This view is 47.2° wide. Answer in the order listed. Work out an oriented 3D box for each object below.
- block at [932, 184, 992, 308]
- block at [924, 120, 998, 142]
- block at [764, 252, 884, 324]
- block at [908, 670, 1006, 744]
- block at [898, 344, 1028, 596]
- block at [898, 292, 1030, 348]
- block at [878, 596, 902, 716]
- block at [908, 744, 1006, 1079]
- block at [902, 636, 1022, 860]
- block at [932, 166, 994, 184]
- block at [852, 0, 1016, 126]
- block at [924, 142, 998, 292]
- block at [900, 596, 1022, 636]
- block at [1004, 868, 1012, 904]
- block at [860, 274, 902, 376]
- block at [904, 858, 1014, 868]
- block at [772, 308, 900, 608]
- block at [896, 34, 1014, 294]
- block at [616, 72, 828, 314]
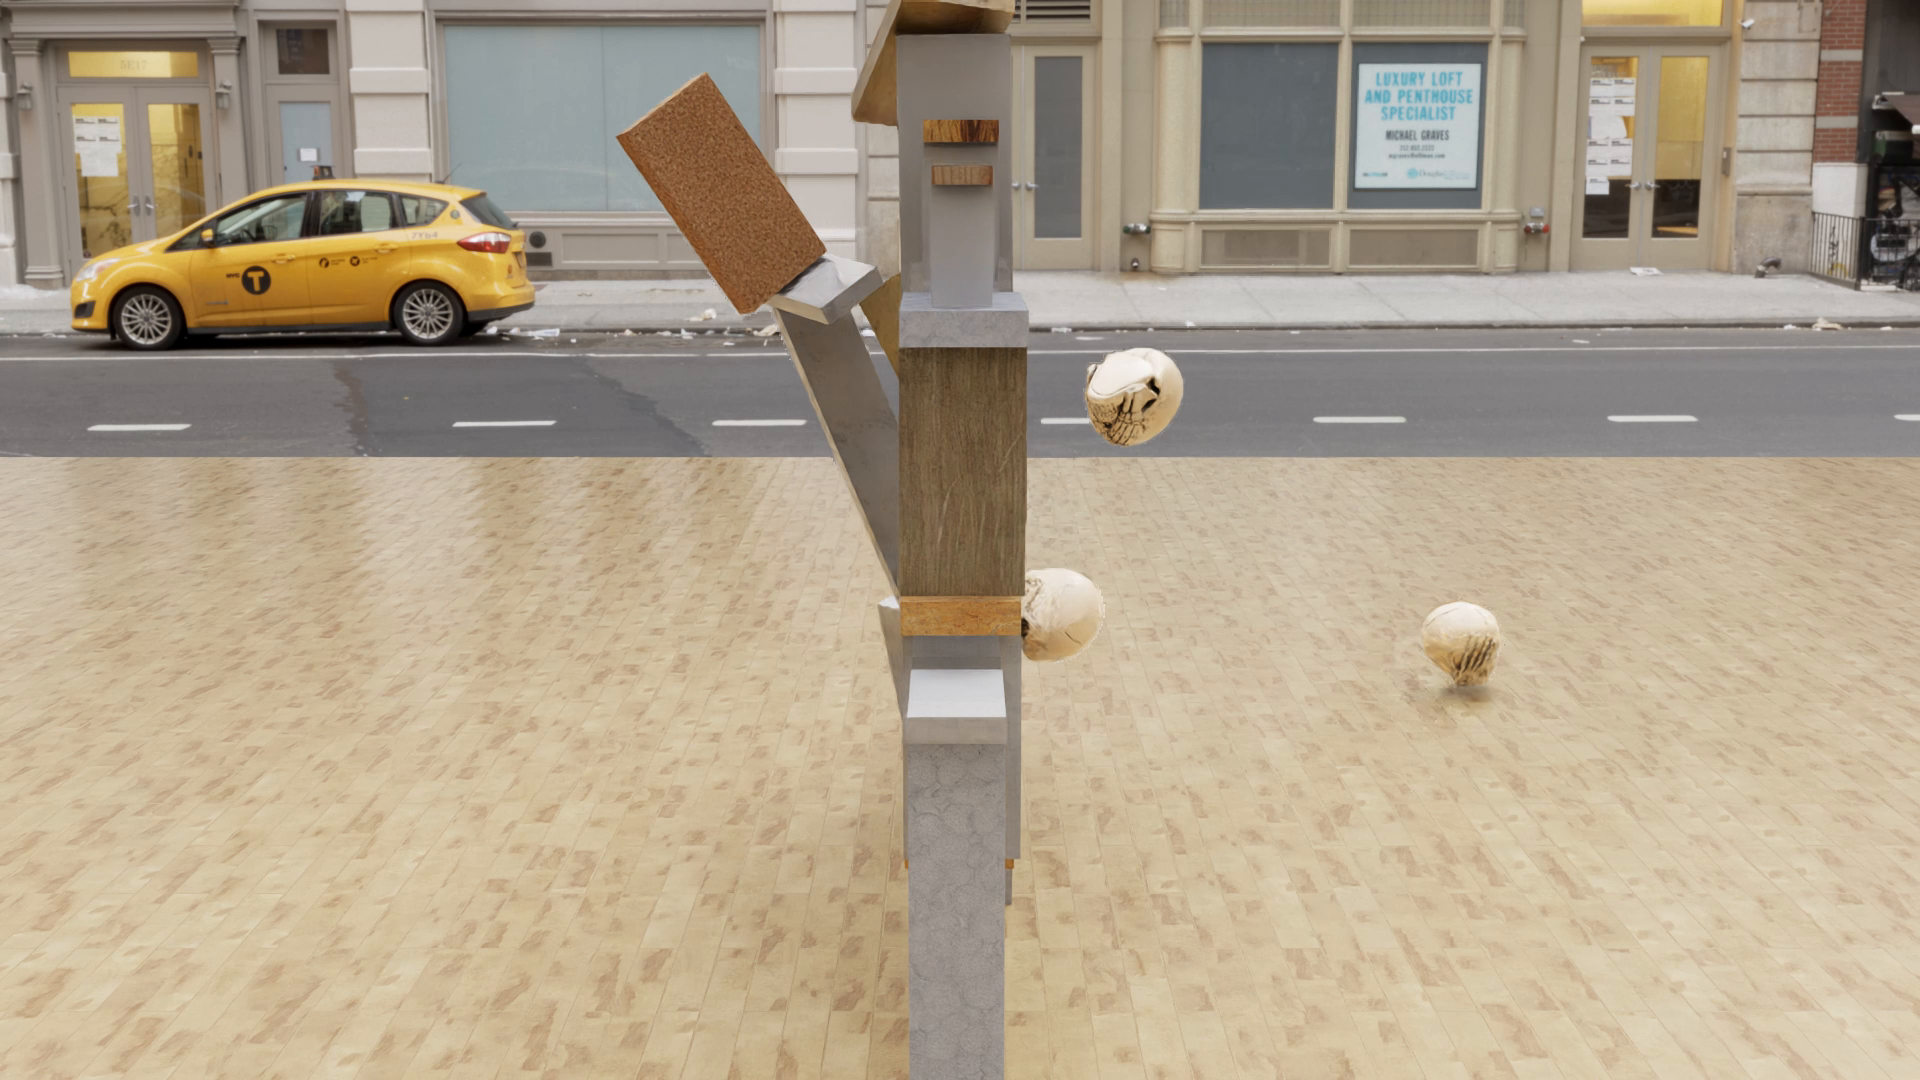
[{"bbox_3d":[0.002,-0.394,2.944,0.081,0.163,0.023,0,10,0],"label":"block"},{"bbox_3d":[0.002,-0.609,3.272,0.109,0.031,0.218,0,11,0],"label":"block"},{"bbox_3d":[-0.236,-0.423,3.652,0.118,0.034,0.237,-39,31,-18],"label":"block"},{"bbox_3d":[-0.004,0.215,2.858,0.123,0.035,0.246,0,11,0],"label":"block"},{"bbox_3d":[0.004,-0.097,2.994,0.171,0.343,0.049,0,10,0],"label":"block"},{"bbox_3d":[0.004,-0.310,3.070,0.171,0.049,0.343,0,11,0],"label":"block"},{"bbox_3d":[-0.080,0.266,4.611,0.145,0.290,0.041,11,31,40],"label":"block"},{"bbox_3d":[-0.004,0.492,2.826,0.123,0.499,0.035,0,11,0],"label":"block"},{"bbox_3d":[0.003,0.280,3.056,0.163,0.327,0.046,0,11,0],"label":"block"},{"bbox_3d":[0.003,-0.495,2.981,0.081,0.023,0.163,0,11,0],"label":"block"},{"bbox_3d":[-0.048,-0.778,3.530,0.176,0.050,0.353,5,-23,-15],"label":"block"},{"bbox_3d":[0.001,-0.474,3.224,0.109,0.218,0.031,0,10,0],"label":"block"},{"bbox_3d":[0.000,0.076,3.130,0.163,0.046,0.327,0,11,0],"label":"block"},{"bbox_3d":[0.003,0.434,3.609,0.164,0.328,0.047,0,11,0],"label":"block"},{"bbox_3d":[-0.063,-0.323,3.618,0.118,0.237,0.034,-28,6,4],"label":"block"},{"bbox_3d":[-0.001,0.284,3.279,0.163,0.416,0.046,0,10,0],"label":"block"},{"bbox_3d":[-0.143,-0.127,3.805,0.118,0.647,0.034,-27,14,-18],"label":"block"},{"bbox_3d":[-0.007,-0.569,3.454,0.176,0.438,0.050,-1,10,0],"label":"block"},{"bbox_3d":[-0.388,-0.566,3.609,0.176,0.353,0.050,-43,21,-24],"label":"block"}]
